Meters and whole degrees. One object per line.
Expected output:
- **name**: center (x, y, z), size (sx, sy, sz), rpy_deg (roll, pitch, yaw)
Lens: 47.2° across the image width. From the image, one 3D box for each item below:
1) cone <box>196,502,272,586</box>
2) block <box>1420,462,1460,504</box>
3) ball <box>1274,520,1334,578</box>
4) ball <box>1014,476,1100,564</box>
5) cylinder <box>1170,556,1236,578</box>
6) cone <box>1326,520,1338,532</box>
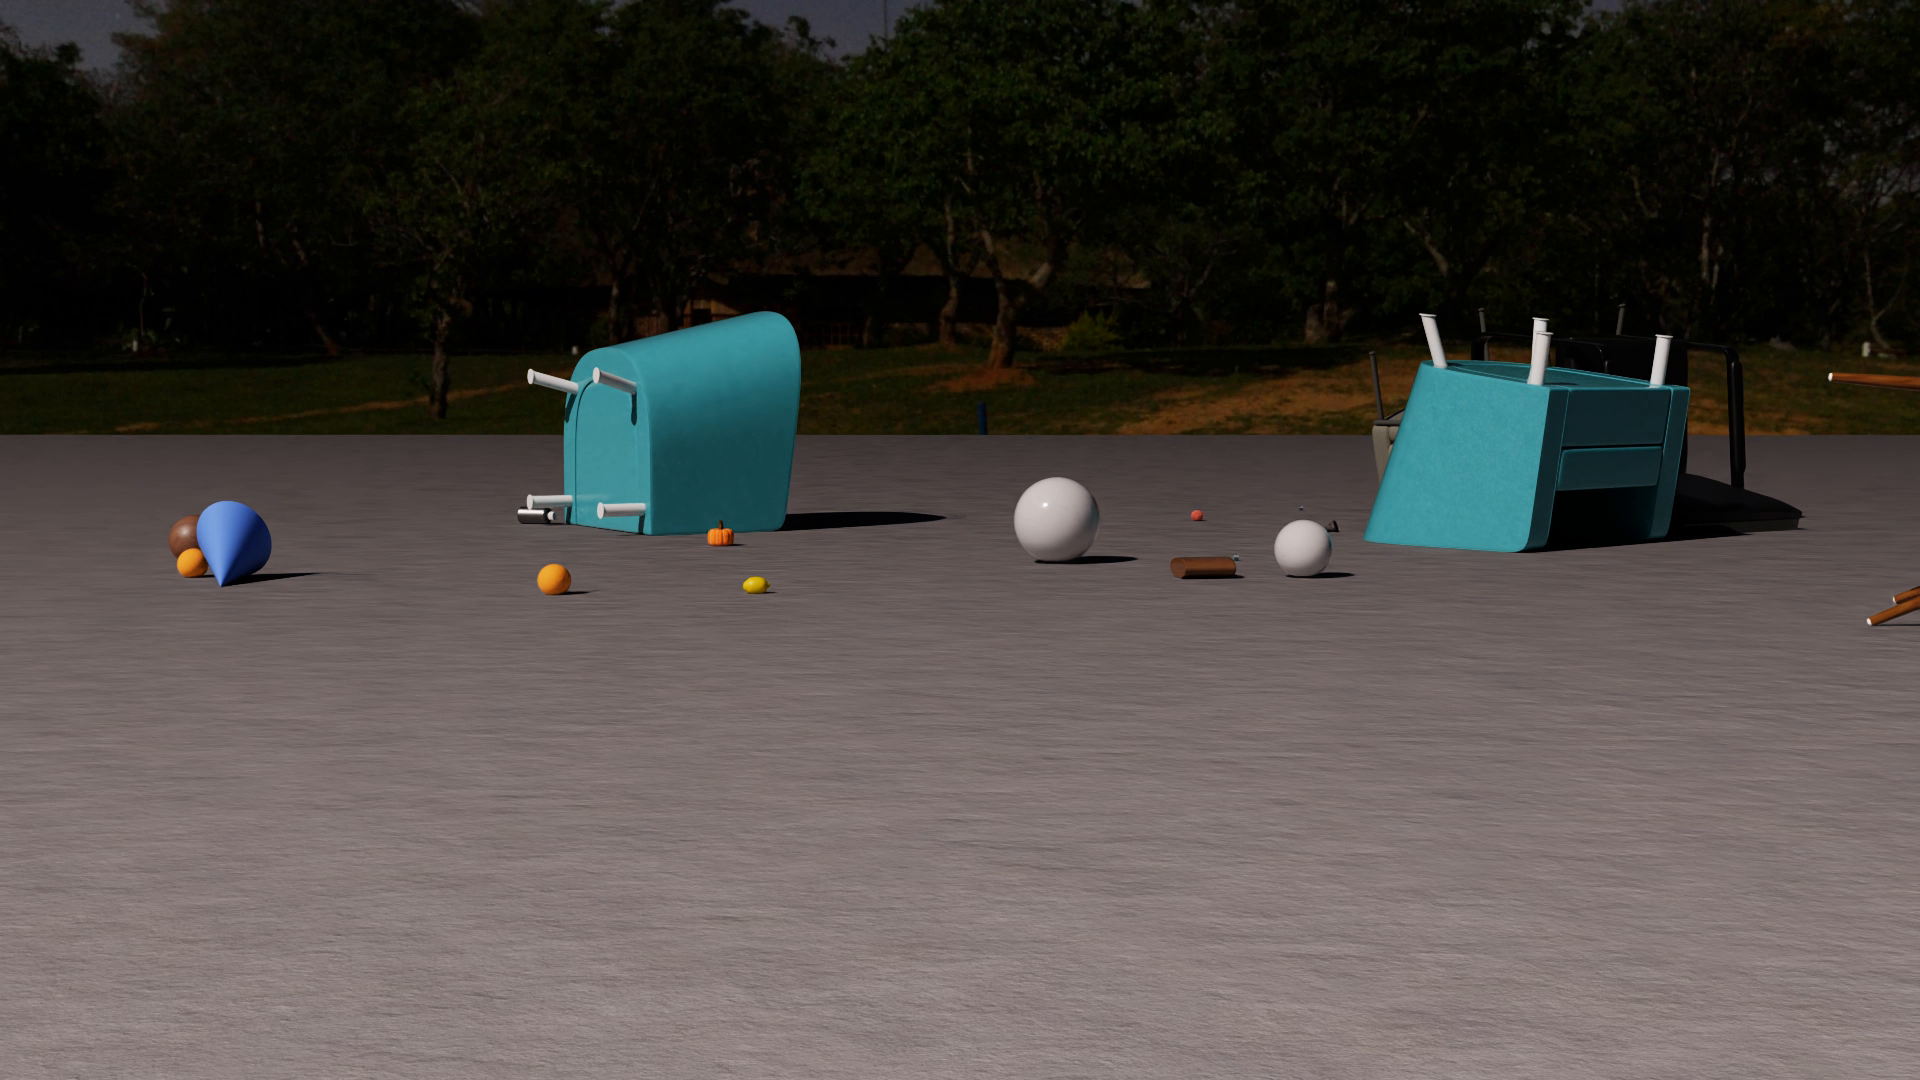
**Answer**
- **cone**: center (-1.704, 0.052, 5.117), size (0.165, 0.198, 0.284), rpy_deg (-21, 25, -2)
- **block**: center (1.915, -0.229, 8.760), size (0.126, 0.153, 0.233), rpy_deg (0, 4, 6)
- **ball**: center (0.818, 0.020, 5.239), size (0.139, 0.139, 0.139), rpy_deg (0, 4, 0)
- **ball**: center (0.251, -0.052, 5.672), size (0.223, 0.223, 0.223), rpy_deg (0, 4, 0)
- **cylinder**: center (0.579, 0.065, 5.245), size (0.125, 0.048, 0.122), rpy_deg (-1, 4, -12)
- **cone**: center (1.159, -0.035, 6.921), size (0.053, 0.040, 0.065), rpy_deg (-24, -5, 19)
